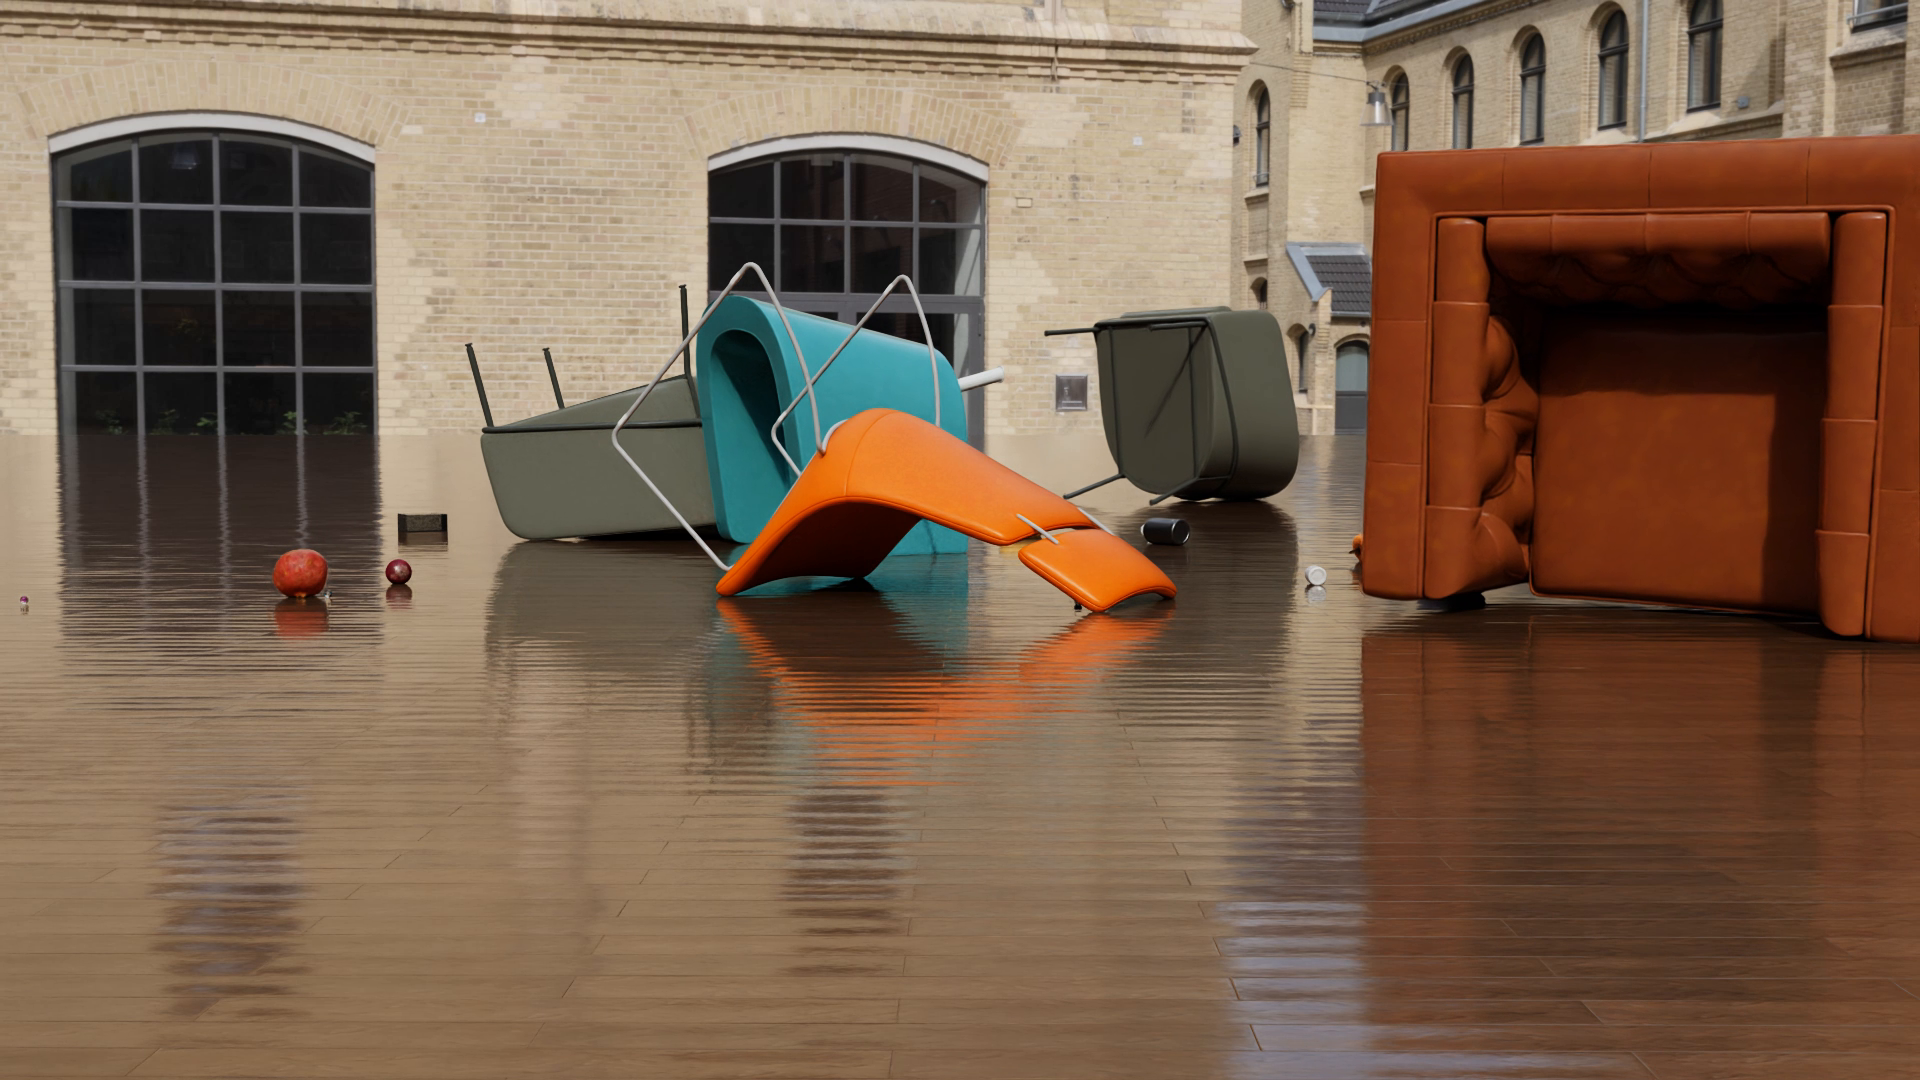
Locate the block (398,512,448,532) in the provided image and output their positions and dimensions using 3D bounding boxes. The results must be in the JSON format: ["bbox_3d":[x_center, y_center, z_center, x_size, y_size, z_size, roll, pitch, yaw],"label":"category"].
[{"bbox_3d":[-1.701,-0.056,6.961,0.128,0.055,0.112,-2,4,-29],"label":"block"}]

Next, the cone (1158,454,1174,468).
[{"bbox_3d":[1.146,-0.456,12.298,0.098,0.098,0.065,1,49,22],"label":"cone"}]

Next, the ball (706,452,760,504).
[{"bbox_3d":[-0.879,-0.241,8.529,0.209,0.209,0.209,0,4,0],"label":"ball"}]

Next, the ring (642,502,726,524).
[{"bbox_3d":[-0.930,-0.091,7.418,0.275,0.062,0.295,3,4,26],"label":"ring"}]

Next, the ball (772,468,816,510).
[{"bbox_3d":[-0.618,-0.191,8.160,0.160,0.160,0.160,0,4,0],"label":"ball"}]

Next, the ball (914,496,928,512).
[{"bbox_3d":[-0.143,-0.133,8.082,0.054,0.054,0.054,0,4,0],"label":"ball"}]

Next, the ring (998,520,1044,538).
[{"bbox_3d":[0.188,-0.034,6.683,0.112,0.049,0.196,4,5,33],"label":"ring"}]

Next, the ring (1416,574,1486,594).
[{"bbox_3d":[1.082,0.099,4.843,0.150,0.036,0.116,3,7,12],"label":"ring"}]
